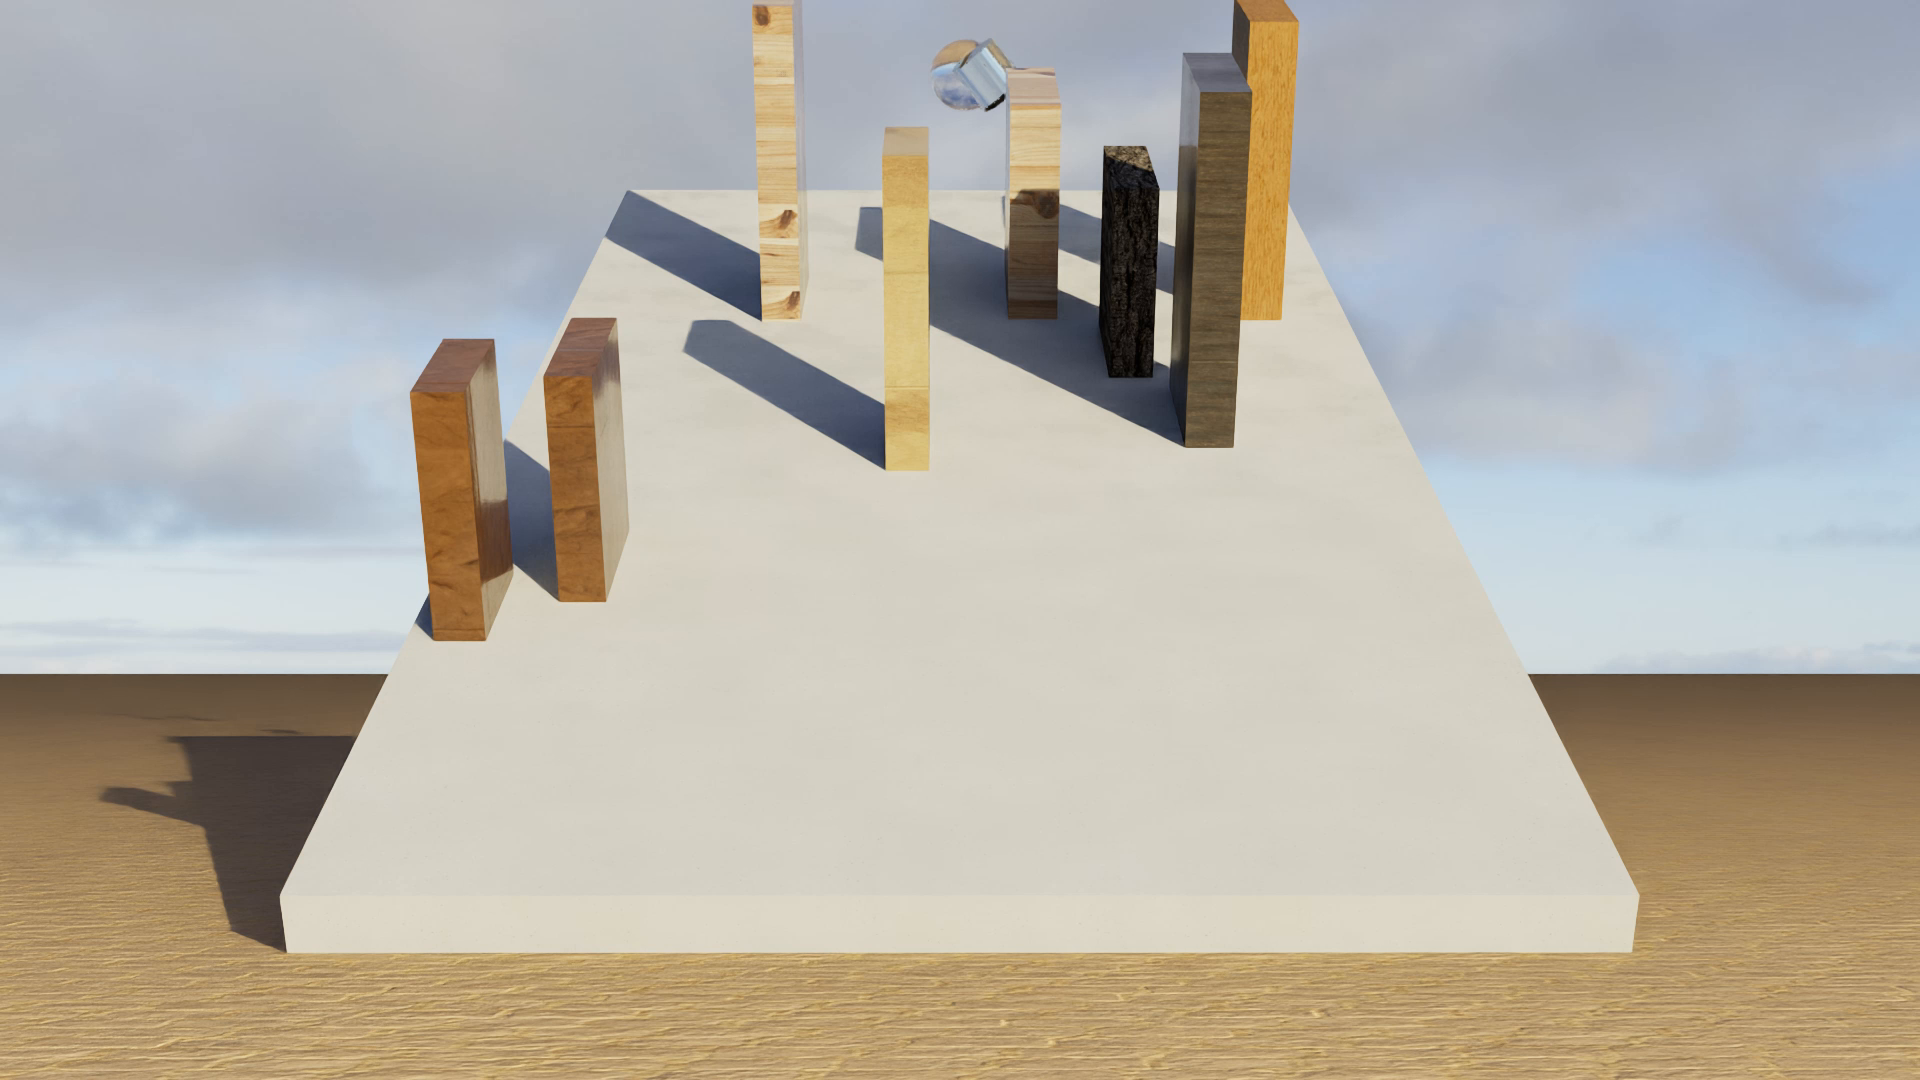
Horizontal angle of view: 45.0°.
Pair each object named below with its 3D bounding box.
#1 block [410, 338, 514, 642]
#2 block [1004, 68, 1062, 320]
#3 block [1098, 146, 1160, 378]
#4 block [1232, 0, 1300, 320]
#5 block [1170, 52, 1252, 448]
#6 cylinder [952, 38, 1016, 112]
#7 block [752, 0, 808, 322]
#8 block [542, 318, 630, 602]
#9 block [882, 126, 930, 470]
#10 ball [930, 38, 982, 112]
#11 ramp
[{"bbox_3d":[-0.903,-0.094,4.226,0.094,0.477,0.293,0,23,0],"label":"block"},{"bbox_3d":[0.185,-0.904,6.010,0.125,0.551,0.447,0,23,0],"label":"block"},{"bbox_3d":[0.406,-0.678,5.603,0.104,0.459,0.409,0,23,0],"label":"block"},{"bbox_3d":[0.761,-0.975,5.918,0.119,0.756,0.343,0,23,0],"label":"block"},{"bbox_3d":[0.547,-0.641,5.109,0.107,0.785,0.396,0,23,0],"label":"block"},{"bbox_3d":[0.081,-1.317,6.561,0.147,0.147,0.147,-37,17,13],"label":"cylinder"},{"bbox_3d":[-0.454,-0.995,5.908,0.097,0.795,0.383,0,23,0],"label":"block"},{"bbox_3d":[-0.707,-0.157,4.410,0.088,0.447,0.344,0,23,0],"label":"block"},{"bbox_3d":[-0.112,-0.512,4.934,0.093,0.685,0.252,0,23,0],"label":"block"},{"bbox_3d":[0.014,-1.364,6.795,0.208,0.208,0.208,0,-3,0],"label":"ball"},{"bbox_3d":[-0.008,-0.227,5.263,2.000,0.100,4.000,0,23,0],"label":"ramp"}]
